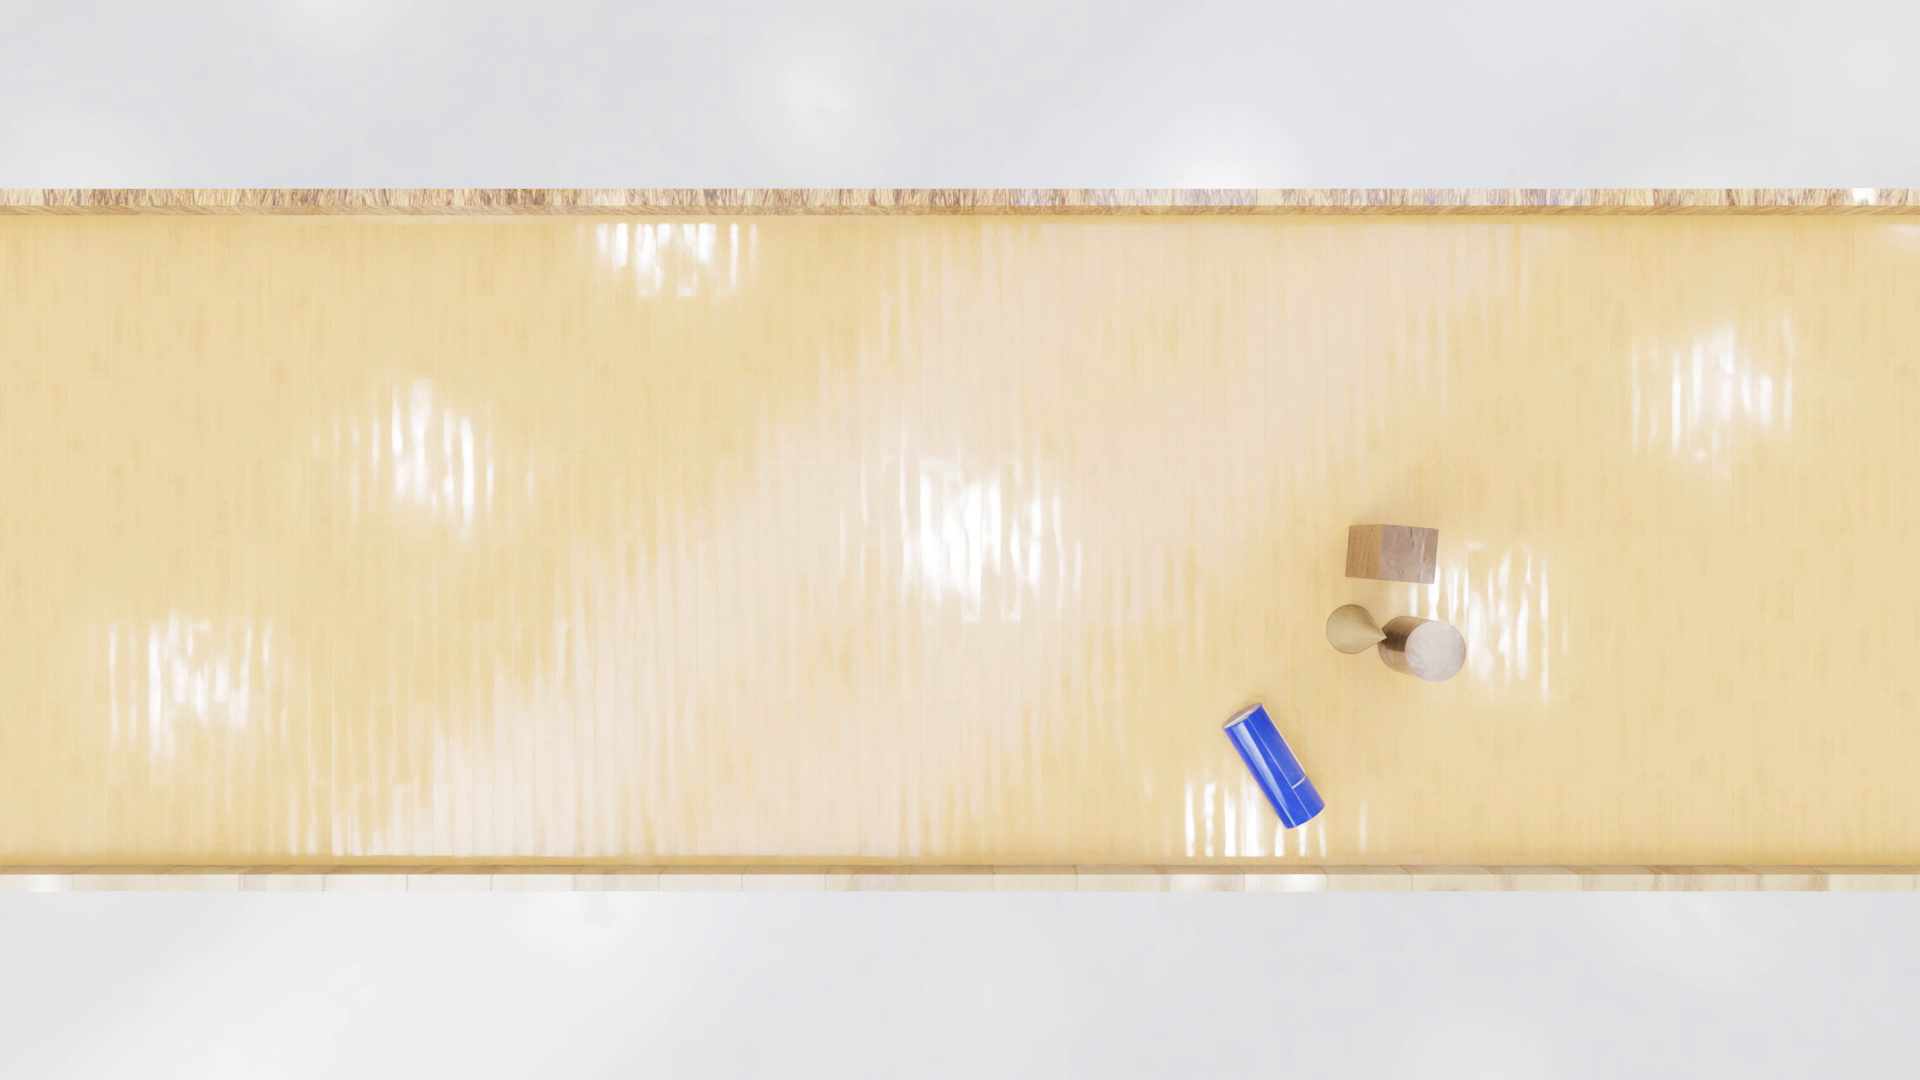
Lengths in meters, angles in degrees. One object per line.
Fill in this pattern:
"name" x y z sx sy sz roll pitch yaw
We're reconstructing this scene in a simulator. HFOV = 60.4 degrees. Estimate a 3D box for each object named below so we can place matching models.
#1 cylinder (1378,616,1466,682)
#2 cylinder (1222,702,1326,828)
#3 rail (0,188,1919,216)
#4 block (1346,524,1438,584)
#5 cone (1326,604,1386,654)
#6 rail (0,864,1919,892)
"cylinder" 1.373 0.322 4.919 0.178 0.314 0.178 0 90 0
"cylinder" 0.951 0.684 5.005 0.143 0.143 0.361 -32 90 0
"rail" -2.247 -1.025 5.002 12.000 0.150 0.050 0 90 0
"block" 1.271 0.041 4.874 0.159 0.404 0.159 5 90 0
"cone" 1.203 0.275 4.860 0.154 0.433 0.154 0 90 0
"rail" -2.247 1.025 5.001 12.000 0.150 0.050 0 90 0
